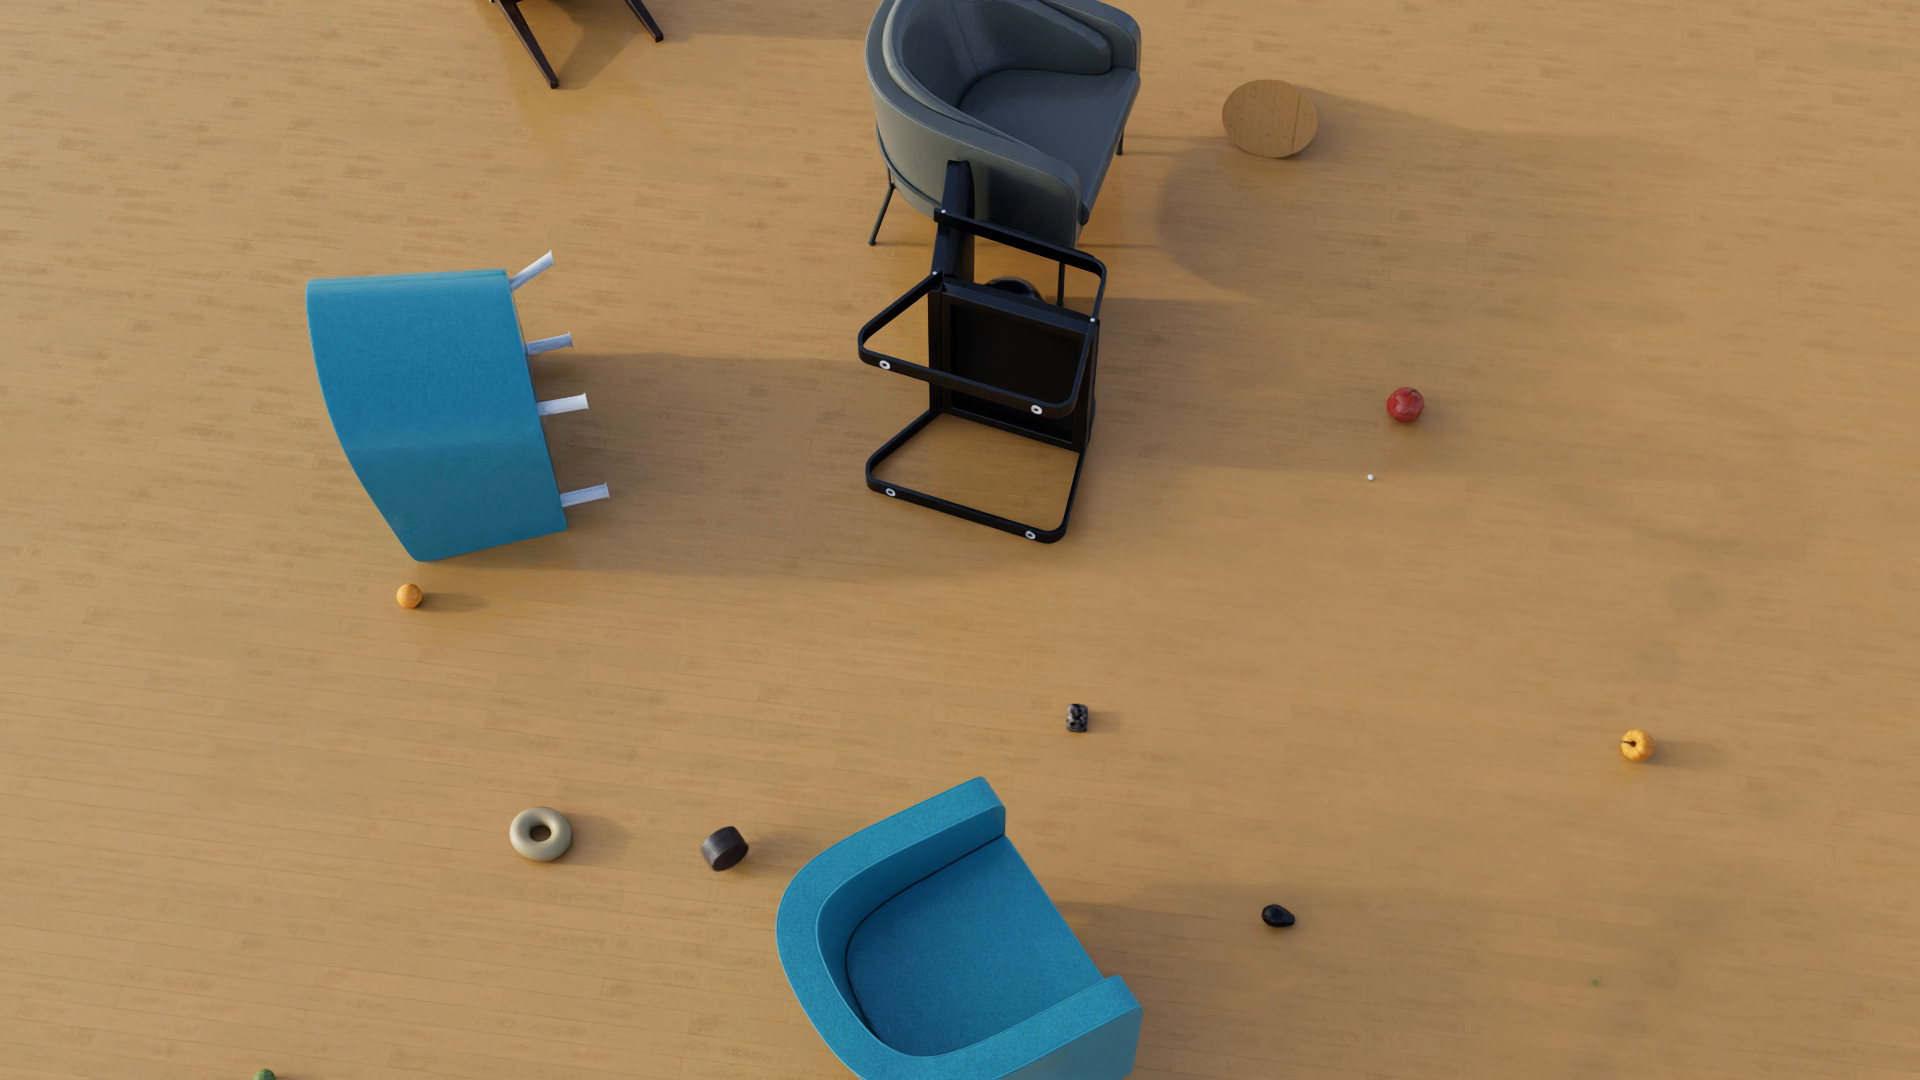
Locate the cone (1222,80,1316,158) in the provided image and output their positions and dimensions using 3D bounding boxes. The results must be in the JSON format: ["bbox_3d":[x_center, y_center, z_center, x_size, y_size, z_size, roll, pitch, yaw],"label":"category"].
[{"bbox_3d":[1.082,-1.504,7.506,0.320,0.276,0.348,11,35,11],"label":"cone"}]

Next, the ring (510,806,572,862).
[{"bbox_3d":[-1.145,0.802,6.003,0.176,0.057,0.156,24,58,15],"label":"ring"}]

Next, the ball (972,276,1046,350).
[{"bbox_3d":[0.153,-0.714,6.912,0.234,0.234,0.234,0,56,0],"label":"ball"}]

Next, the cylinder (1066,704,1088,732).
[{"bbox_3d":[0.330,0.503,6.213,0.059,0.037,0.071,-2,83,-27],"label":"cylinder"}]
